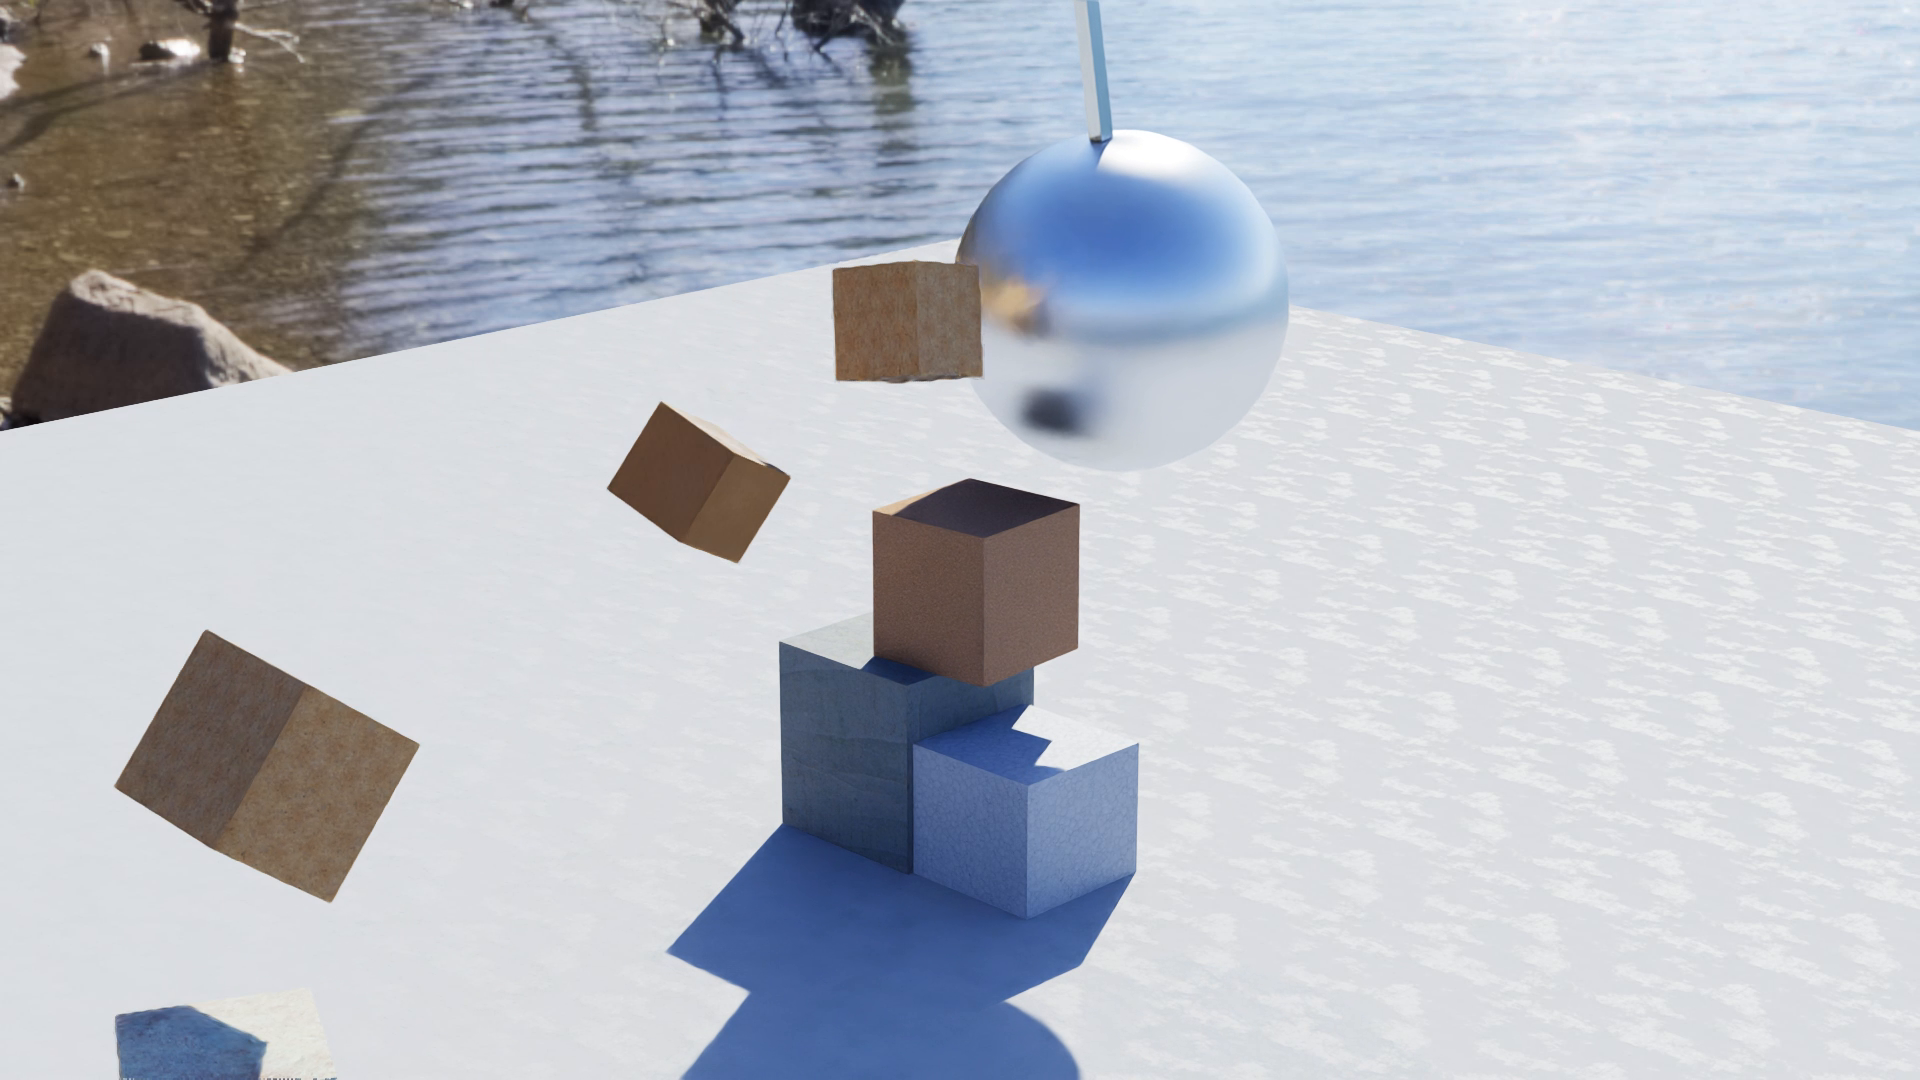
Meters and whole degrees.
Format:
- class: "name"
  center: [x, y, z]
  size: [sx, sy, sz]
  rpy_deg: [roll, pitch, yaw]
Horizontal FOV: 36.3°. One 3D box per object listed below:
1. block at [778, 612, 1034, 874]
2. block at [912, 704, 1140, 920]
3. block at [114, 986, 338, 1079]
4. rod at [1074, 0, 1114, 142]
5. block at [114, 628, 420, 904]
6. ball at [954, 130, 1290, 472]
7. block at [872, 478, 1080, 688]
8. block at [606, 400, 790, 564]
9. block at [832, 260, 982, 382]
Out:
- class: "block"
  center: [-0.251, 0.916, 13.888]
  size: [0.862, 0.924, 0.835]
  rpy_deg: [17, 24, 42]
- class: "block"
  center: [0.299, 1.224, 13.386]
  size: [0.719, 0.638, 0.732]
  rpy_deg: [17, 24, 42]
- class: "block"
  center: [-2.608, 2.114, 10.484]
  size: [0.699, 0.680, 0.749]
  rpy_deg: [-6, 18, -18]
- class: "rod"
  center: [0.324, -4.187, 12.365]
  size: [0.080, 5.200, 0.080]
  rpy_deg: [17, 34, 42]
- class: "block"
  center: [-2.555, 0.833, 10.820]
  size: [0.681, 0.665, 0.599]
  rpy_deg: [21, -11, 41]
- class: "ball"
  center: [0.747, -1.121, 13.773]
  size: [1.600, 1.600, 1.600]
  rpy_deg: [0, 17, 0]
- class: "block"
  center: [0.075, 0.185, 13.502]
  size: [0.663, 0.704, 0.690]
  rpy_deg: [14, 22, 38]
- class: "block"
  center: [-1.079, -0.235, 12.153]
  size: [0.442, 0.429, 0.471]
  rpy_deg: [34, 5, 27]
- class: "block"
  center: [-0.230, -0.952, 12.879]
  size: [0.457, 0.490, 0.467]
  rpy_deg: [-2, 0, 36]
